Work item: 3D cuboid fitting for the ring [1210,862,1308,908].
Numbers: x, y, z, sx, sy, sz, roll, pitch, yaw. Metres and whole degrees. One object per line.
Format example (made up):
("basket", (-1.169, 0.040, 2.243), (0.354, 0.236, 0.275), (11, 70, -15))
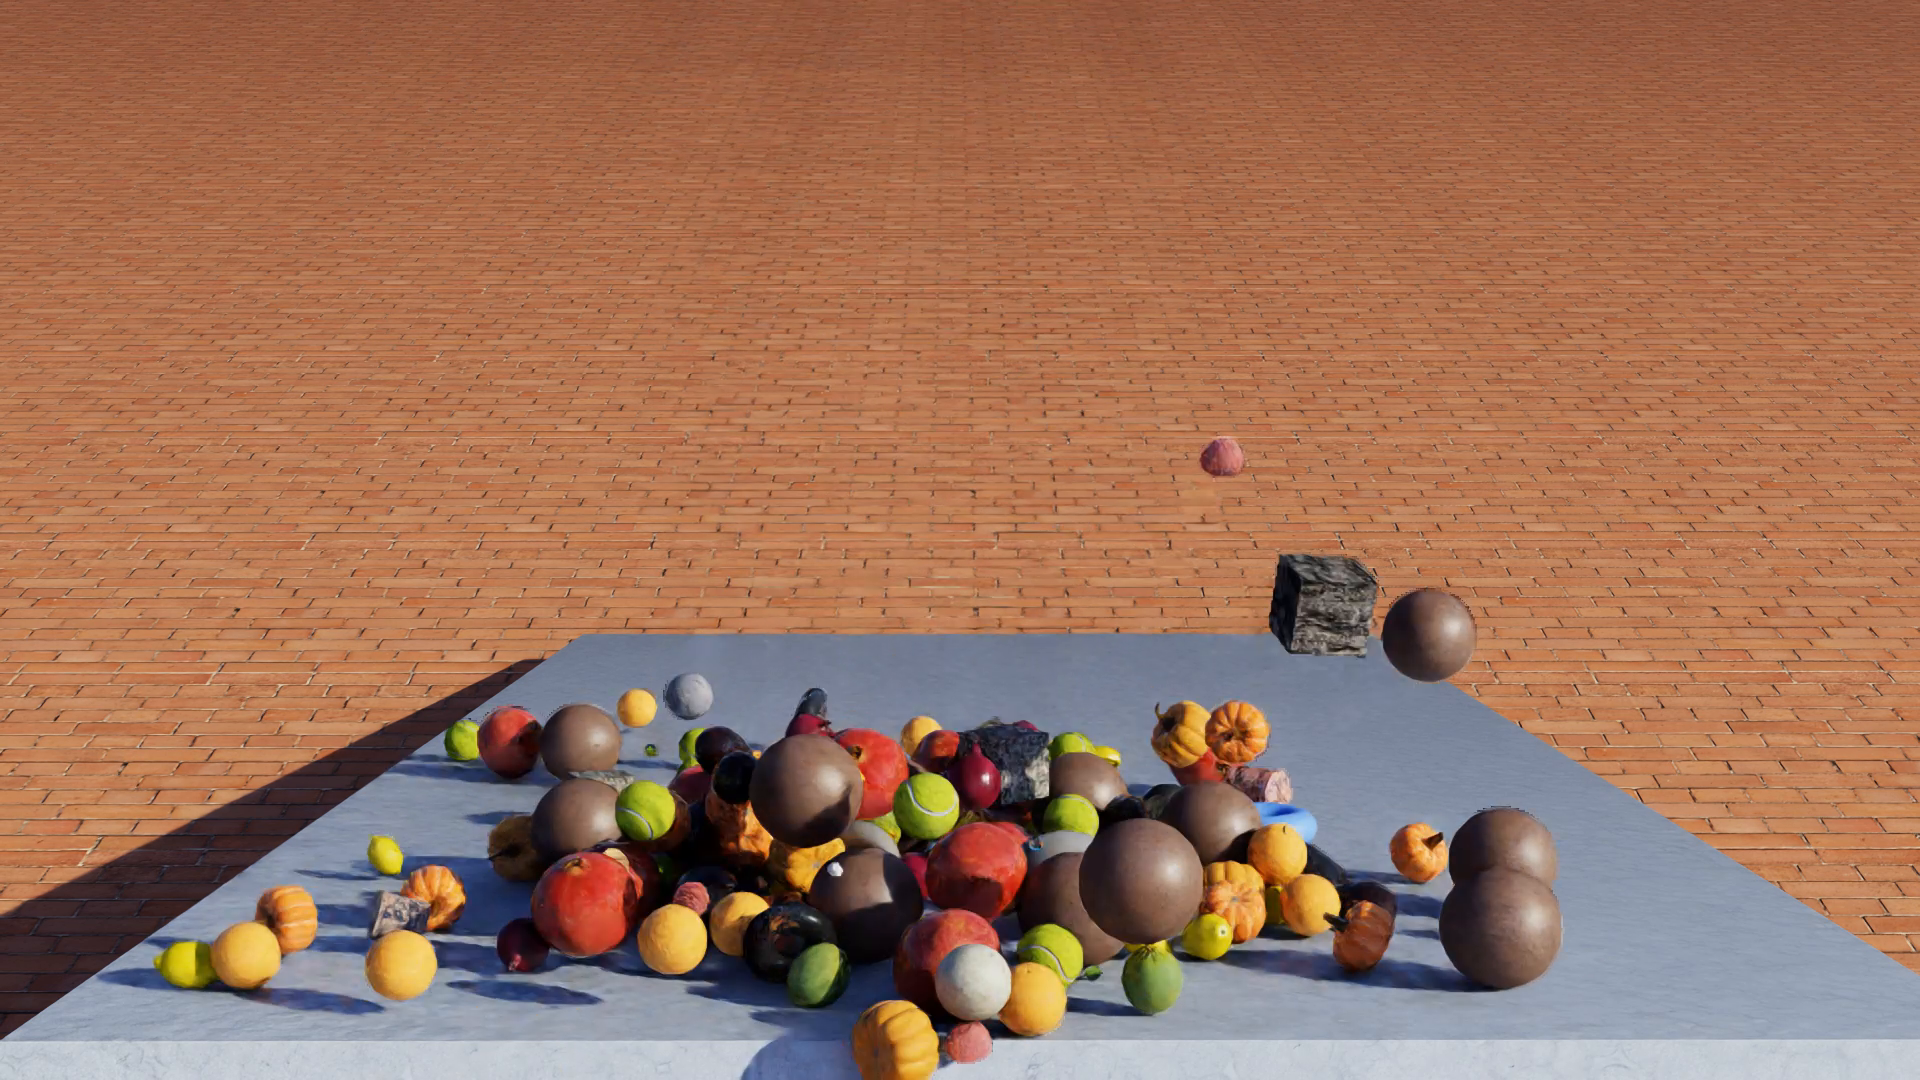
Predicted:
("ring", (0.375, 0.431, 3.212), (0.122, 0.041, 0.122), (-2, 5, 0))

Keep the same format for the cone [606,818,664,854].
("cone", (-0.410, 0.419, 3.354), (0.083, 0.083, 0.083), (-7, 58, 11))

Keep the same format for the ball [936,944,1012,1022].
("ball", (0.013, 0.434, 2.519), (0.076, 0.076, 0.076), (0, 20, 0))

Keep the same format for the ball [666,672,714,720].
("ball", (-0.437, 0.252, 4.141), (0.076, 0.076, 0.076), (0, 20, 0))

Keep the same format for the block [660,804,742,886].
("block", (-0.325, 0.384, 3.227), (0.076, 0.076, 0.076), (-14, 5, 5))

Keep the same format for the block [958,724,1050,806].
("block", (0.056, 0.286, 3.268), (0.082, 0.082, 0.082), (-6, 8, -40))

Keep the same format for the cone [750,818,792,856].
("cone", (-0.250, 0.418, 3.509), (0.054, 0.054, 0.054), (30, 33, 29))

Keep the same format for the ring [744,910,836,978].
("ring", (-0.183, 0.434, 2.759), (0.102, 0.102, 0.034), (-8, 49, -21))

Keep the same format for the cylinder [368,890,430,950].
("cylinder", (-0.639, 0.434, 2.924), (0.056, 0.056, 0.056), (18, 15, -17))

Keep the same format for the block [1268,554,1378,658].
("block", (0.426, 0.077, 3.021), (0.092, 0.092, 0.092), (3, 18, -11))

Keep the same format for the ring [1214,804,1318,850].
("ring", (0.428, 0.402, 3.602), (0.145, 0.048, 0.145), (-1, 5, 0))

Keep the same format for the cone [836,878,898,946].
("cone", (-0.094, 0.448, 2.986), (0.078, 0.078, 0.078), (-8, 33, -22))

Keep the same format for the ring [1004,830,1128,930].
("ring", (0.124, 0.400, 3.009), (0.146, 0.146, 0.049), (1, 39, 2))

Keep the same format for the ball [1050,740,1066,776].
("ball", (0.144, 0.357, 4.204), (0.060, 0.060, 0.060), (0, 20, 0))

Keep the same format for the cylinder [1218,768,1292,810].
("cylinder", (0.435, 0.375, 3.789), (0.077, 0.077, 0.077), (-2, 14, 41))

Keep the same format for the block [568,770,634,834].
("block", (-0.520, 0.379, 3.722), (0.079, 0.079, 0.079), (-1, 4, -21))

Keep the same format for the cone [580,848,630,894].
("cone", (-0.416, 0.381, 2.945), (0.052, 0.052, 0.052), (-8, 12, 35))

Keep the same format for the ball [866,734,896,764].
("ball", (-0.135, 0.354, 4.335), (0.051, 0.051, 0.051), (0, 20, 0))

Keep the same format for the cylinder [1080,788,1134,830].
("cylinder", (0.207, 0.377, 3.596), (0.054, 0.054, 0.054), (0, 17, -31))

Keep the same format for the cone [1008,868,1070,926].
("cone", (0.085, 0.409, 2.923), (0.067, 0.067, 0.067), (-4, 20, -8))

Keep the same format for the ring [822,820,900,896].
("ring", (-0.117, 0.382, 3.036), (0.101, 0.101, 0.034), (8, 10, 21))

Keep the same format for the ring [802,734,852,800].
("ring", (-0.201, 0.345, 3.898), (0.037, 0.111, 0.111), (-27, 29, -23))

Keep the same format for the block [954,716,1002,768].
("block", (0.042, 0.309, 3.665), (0.068, 0.068, 0.068), (-28, 61, -29))

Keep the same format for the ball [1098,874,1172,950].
("ball", (0.201, 0.426, 2.942), (0.085, 0.085, 0.085), (0, 20, 0))

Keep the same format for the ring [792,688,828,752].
("ring", (-0.262, 0.313, 4.460), (0.039, 0.116, 0.116), (15, 22, 10))

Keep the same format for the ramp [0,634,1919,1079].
("ramp", (0.046, 0.416, 4.535), (2.000, 0.100, 4.000), (0, 4, 0))

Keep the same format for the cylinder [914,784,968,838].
("cylinder", (-0.026, 0.368, 3.485), (0.052, 0.052, 0.052), (-36, 8, 22))

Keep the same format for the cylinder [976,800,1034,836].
("cylinder", (0.065, 0.392, 3.673), (0.059, 0.059, 0.059), (3, 18, 36))

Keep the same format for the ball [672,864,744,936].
("ball", (-0.296, 0.423, 3.009), (0.083, 0.083, 0.083), (0, 20, 0))
